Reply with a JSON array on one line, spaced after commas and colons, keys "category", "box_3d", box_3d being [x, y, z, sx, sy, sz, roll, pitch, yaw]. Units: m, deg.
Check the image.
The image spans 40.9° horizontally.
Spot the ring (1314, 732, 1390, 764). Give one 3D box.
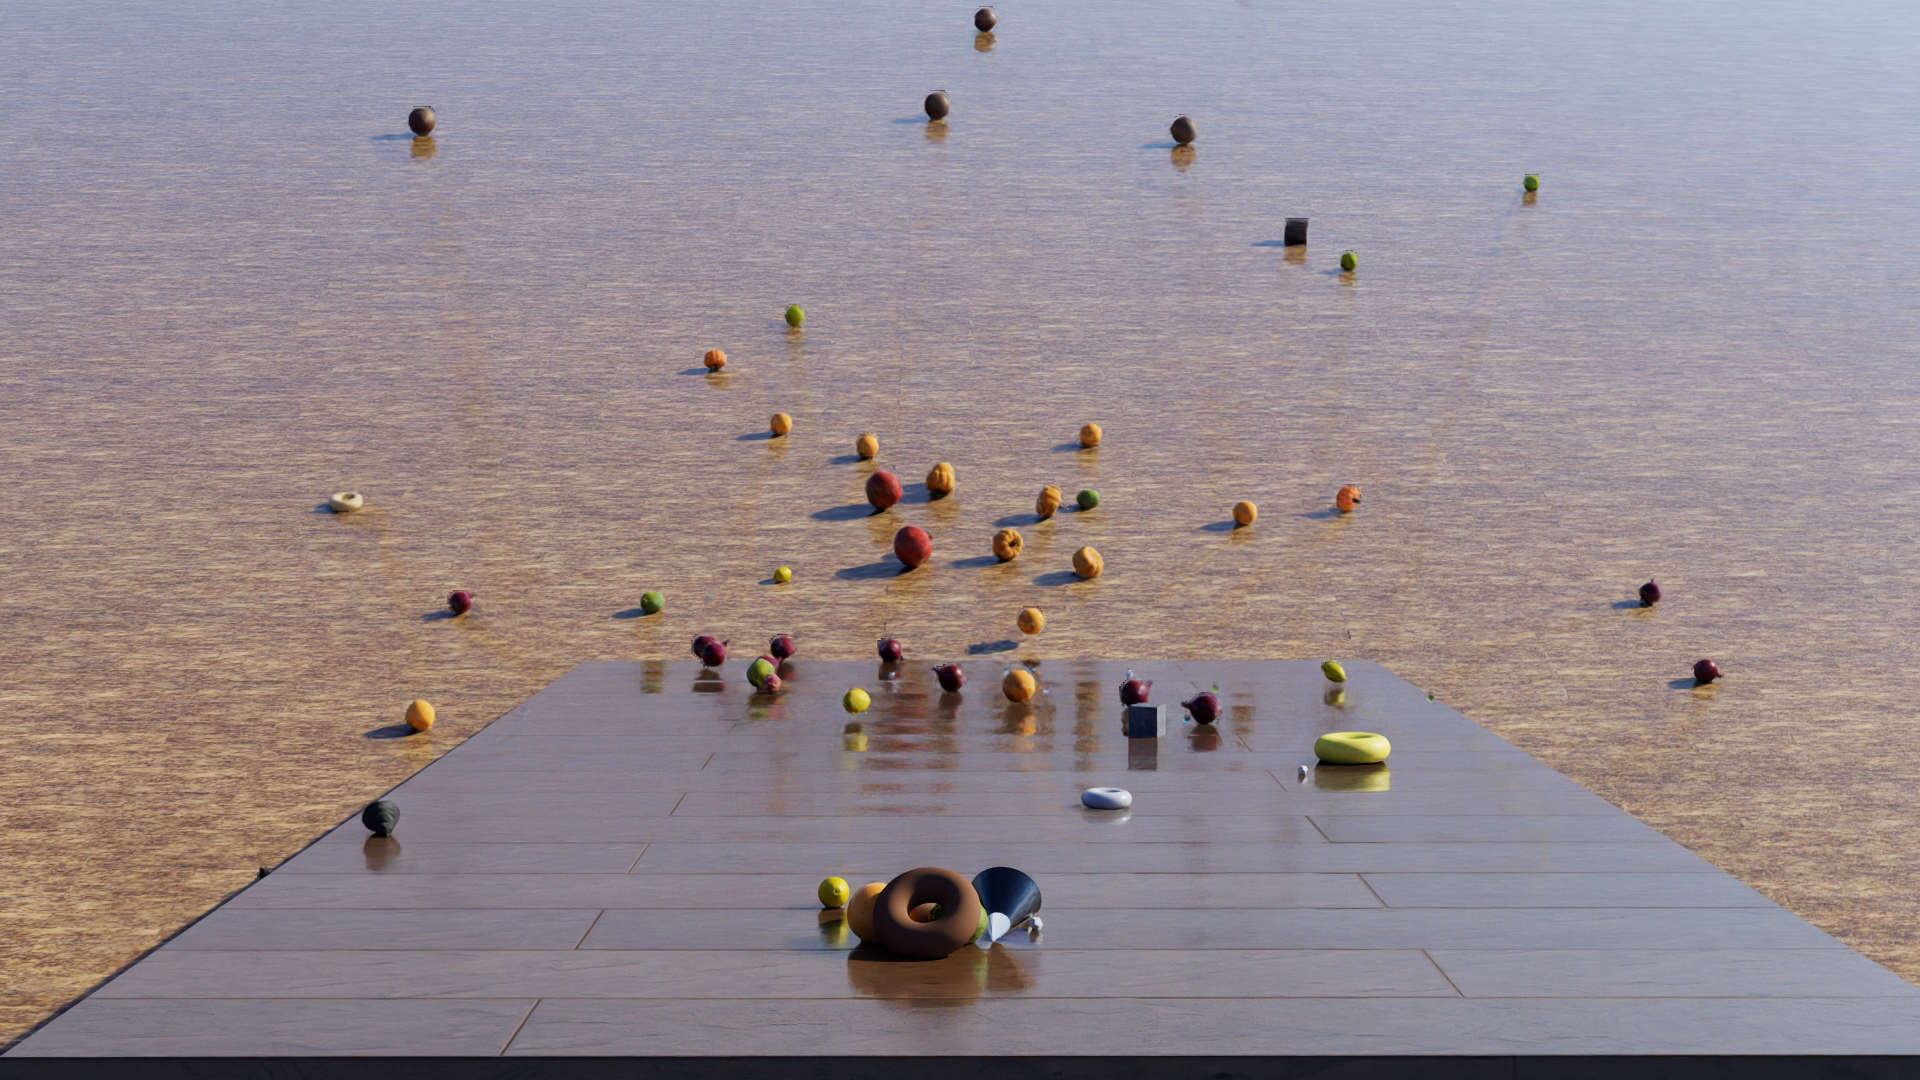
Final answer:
[{"category": "ring", "box_3d": [0.712, 0.378, 4.666, 0.137, 0.046, 0.137, -1, 3, 0]}]

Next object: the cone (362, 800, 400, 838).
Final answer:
[{"category": "cone", "box_3d": [-0.862, 0.430, 3.849, 0.057, 0.057, 0.057, -8, 32, -19]}]

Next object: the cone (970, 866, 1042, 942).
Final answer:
[{"category": "cone", "box_3d": [0.048, 0.459, 3.115, 0.090, 0.090, 0.090, 4, 30, 10]}]

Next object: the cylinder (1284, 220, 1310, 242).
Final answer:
[{"category": "cylinder", "box_3d": [1.392, -1.276, 10.616, 0.090, 0.090, 0.090, 5, 22, 11]}]

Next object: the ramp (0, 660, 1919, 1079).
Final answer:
[{"category": "ramp", "box_3d": [0.051, 0.457, 4.533, 2.000, 0.100, 4.000, 0, 3, 0]}]

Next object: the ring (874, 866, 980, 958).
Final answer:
[{"category": "ring", "box_3d": [-0.039, 0.438, 3.020, 0.128, 0.043, 0.128, -5, 42, 5]}]

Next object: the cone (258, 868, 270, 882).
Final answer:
[{"category": "cone", "box_3d": [-1.524, 0.761, 5.609, 0.061, 0.061, 0.061, 18, 55, 37]}]

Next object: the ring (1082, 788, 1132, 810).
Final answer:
[{"category": "ring", "box_3d": [0.235, 0.414, 4.121, 0.081, 0.027, 0.081, 1, 3, 0]}]

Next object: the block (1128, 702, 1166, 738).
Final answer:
[{"category": "block", "box_3d": [0.367, 0.352, 5.034, 0.059, 0.059, 0.059, 1, 3, 21]}]

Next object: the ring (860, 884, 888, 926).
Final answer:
[{"category": "ring", "box_3d": [-0.052, 0.453, 3.171, 0.144, 0.048, 0.144, 0, 2, 0]}]
